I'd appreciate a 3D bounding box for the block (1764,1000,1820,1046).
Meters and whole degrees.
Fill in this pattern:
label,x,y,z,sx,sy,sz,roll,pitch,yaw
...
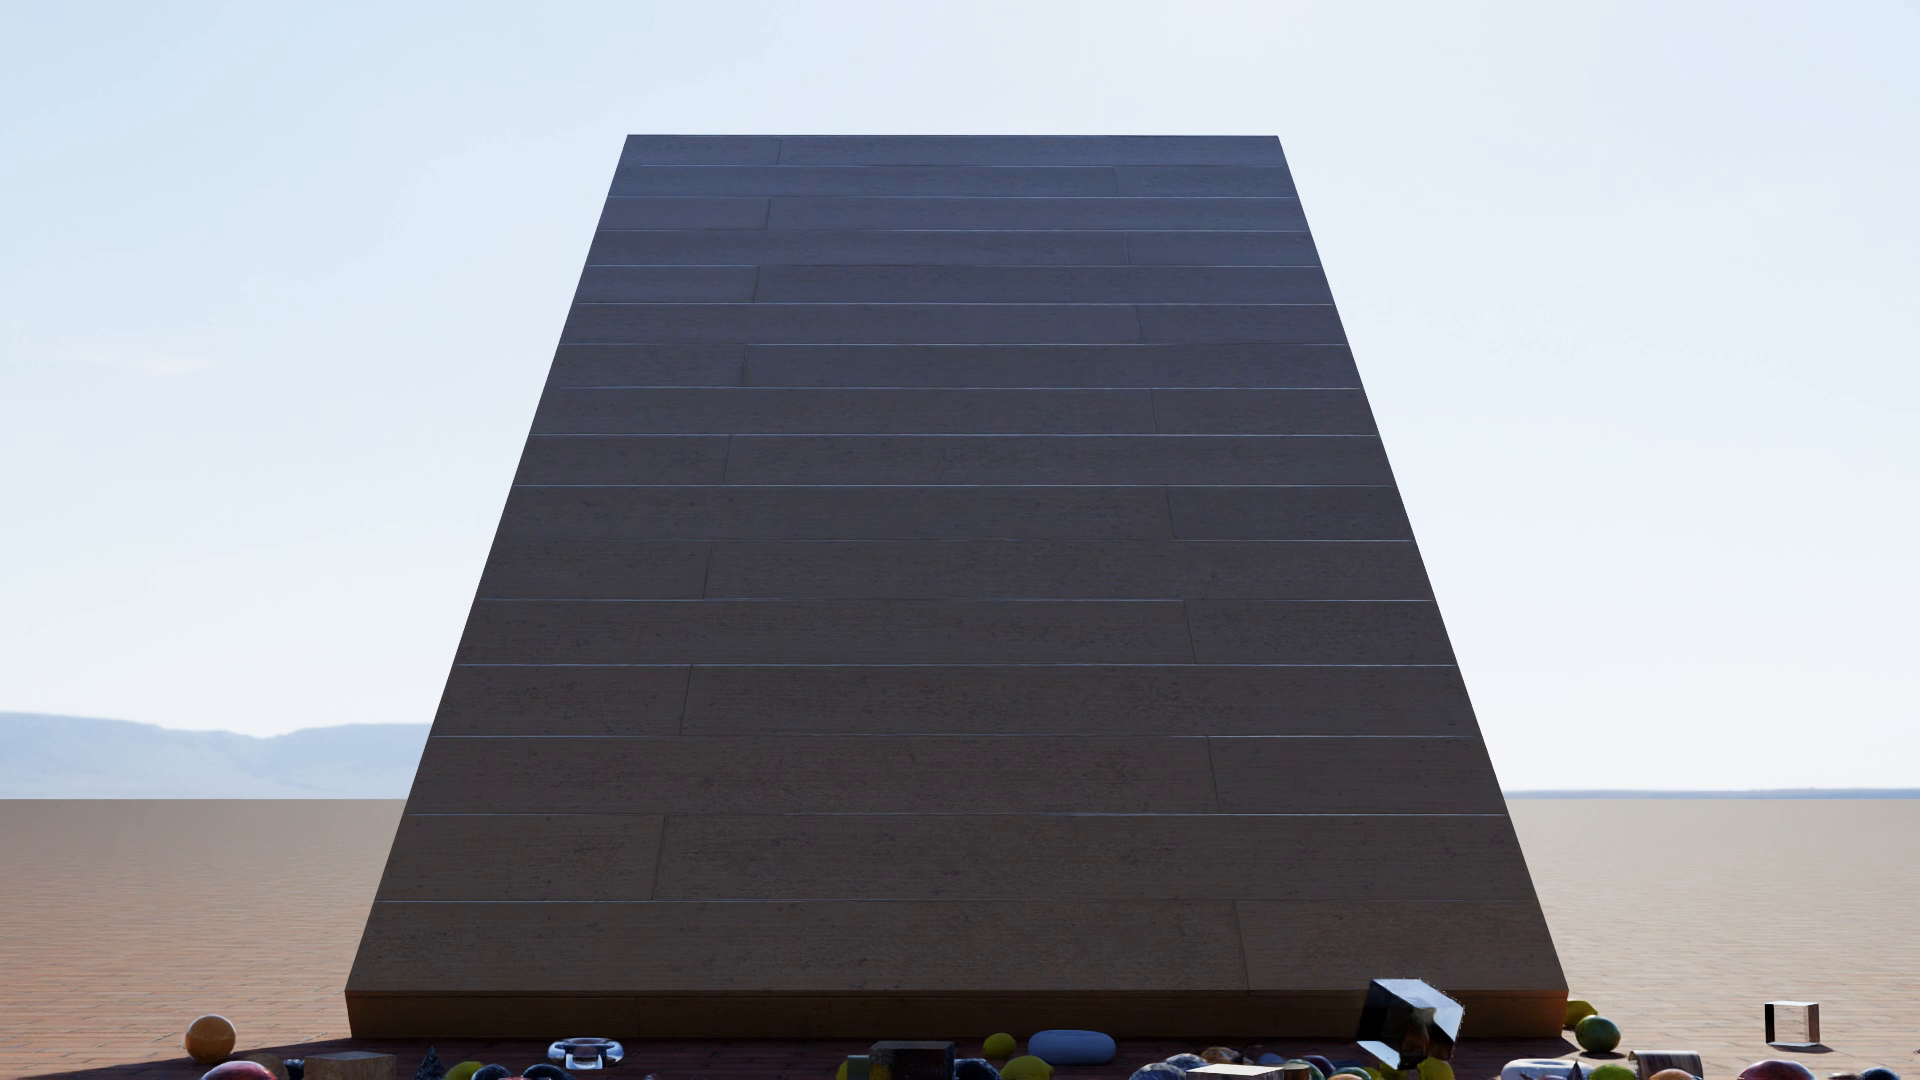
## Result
label,x,y,z,sx,sy,sz,roll,pitch,yaw
block,1.342,0.779,3.887,0.064,0.064,0.064,-5,-8,40

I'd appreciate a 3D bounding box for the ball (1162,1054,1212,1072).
label,x,y,z,sx,sy,sz,roll,pitch,yaw
ball,0.270,0.662,2.888,0.090,0.090,0.090,0,-6,0

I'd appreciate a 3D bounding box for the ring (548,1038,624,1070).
label,x,y,z,sx,sy,sz,roll,pitch,yaw
ring,-0.553,0.759,3.564,0.113,0.038,0.113,1,-5,0

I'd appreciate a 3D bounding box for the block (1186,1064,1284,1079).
label,x,y,z,sx,sy,sz,roll,pitch,yaw
block,0.317,0.653,2.776,0.084,0.084,0.084,-4,-7,31

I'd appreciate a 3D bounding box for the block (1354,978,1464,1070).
label,x,y,z,sx,sy,sz,roll,pitch,yaw
block,0.622,0.671,3.341,0.093,0.093,0.093,8,11,-32

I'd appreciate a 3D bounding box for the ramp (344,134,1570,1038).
label,x,y,z,sx,sy,sz,roll,pitch,yaw
ramp,-0.013,-0.212,5.699,2.000,0.100,4.000,0,30,0

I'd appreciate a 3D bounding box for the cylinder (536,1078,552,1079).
label,x,y,z,sx,sy,sz,roll,pitch,yaw
cylinder,-0.492,0.678,2.892,0.059,0.059,0.059,3,-7,-27

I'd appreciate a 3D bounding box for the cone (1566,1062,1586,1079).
label,x,y,z,sx,sy,sz,roll,pitch,yaw
cone,0.735,0.662,2.871,0.085,0.085,0.085,0,-6,0

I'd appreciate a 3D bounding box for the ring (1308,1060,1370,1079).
label,x,y,z,sx,sy,sz,roll,pitch,yaw
ring,0.521,0.738,3.337,0.094,0.031,0.094,-1,-7,0

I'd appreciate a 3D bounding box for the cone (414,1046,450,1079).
label,x,y,z,sx,sy,sz,roll,pitch,yaw
cone,-0.712,0.712,3.247,0.065,0.065,0.065,0,-6,0

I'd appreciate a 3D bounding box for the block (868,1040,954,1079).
label,x,y,z,sx,sy,sz,roll,pitch,yaw
block,-0.059,0.667,2.961,0.093,0.093,0.093,-1,-6,6

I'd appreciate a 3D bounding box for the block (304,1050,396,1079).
label,x,y,z,sx,sy,sz,roll,pitch,yaw
block,-0.752,0.676,2.972,0.079,0.079,0.079,-5,-8,39

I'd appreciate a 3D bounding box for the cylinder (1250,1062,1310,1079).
label,x,y,z,sx,sy,sz,roll,pitch,yaw
cylinder,0.388,0.673,2.916,0.073,0.073,0.073,0,-6,0

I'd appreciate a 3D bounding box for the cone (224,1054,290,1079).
label,x,y,z,sx,sy,sz,roll,pitch,yaw
cone,-0.858,0.697,2.995,0.091,0.091,0.091,-1,-33,11

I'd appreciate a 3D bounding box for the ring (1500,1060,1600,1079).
label,x,y,z,sx,sy,sz,roll,pitch,yaw
ring,0.790,0.722,3.230,0.129,0.043,0.129,1,-7,0

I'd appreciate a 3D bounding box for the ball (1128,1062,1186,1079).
label,x,y,z,sx,sy,sz,roll,pitch,yaw
ball,0.233,0.653,2.804,0.089,0.089,0.089,0,-6,0

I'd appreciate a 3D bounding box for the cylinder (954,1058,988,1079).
label,x,y,z,sx,sy,sz,roll,pitch,yaw
cylinder,0.005,0.707,3.157,0.055,0.055,0.055,1,-6,-10

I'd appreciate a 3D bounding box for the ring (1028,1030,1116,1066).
label,x,y,z,sx,sy,sz,roll,pitch,yaw
ring,0.168,0.761,3.611,0.132,0.044,0.132,1,-5,0

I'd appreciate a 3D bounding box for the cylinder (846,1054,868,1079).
label,x,y,z,sx,sy,sz,roll,pitch,yaw
cylinder,-0.113,0.700,3.125,0.064,0.064,0.064,0,-6,2
